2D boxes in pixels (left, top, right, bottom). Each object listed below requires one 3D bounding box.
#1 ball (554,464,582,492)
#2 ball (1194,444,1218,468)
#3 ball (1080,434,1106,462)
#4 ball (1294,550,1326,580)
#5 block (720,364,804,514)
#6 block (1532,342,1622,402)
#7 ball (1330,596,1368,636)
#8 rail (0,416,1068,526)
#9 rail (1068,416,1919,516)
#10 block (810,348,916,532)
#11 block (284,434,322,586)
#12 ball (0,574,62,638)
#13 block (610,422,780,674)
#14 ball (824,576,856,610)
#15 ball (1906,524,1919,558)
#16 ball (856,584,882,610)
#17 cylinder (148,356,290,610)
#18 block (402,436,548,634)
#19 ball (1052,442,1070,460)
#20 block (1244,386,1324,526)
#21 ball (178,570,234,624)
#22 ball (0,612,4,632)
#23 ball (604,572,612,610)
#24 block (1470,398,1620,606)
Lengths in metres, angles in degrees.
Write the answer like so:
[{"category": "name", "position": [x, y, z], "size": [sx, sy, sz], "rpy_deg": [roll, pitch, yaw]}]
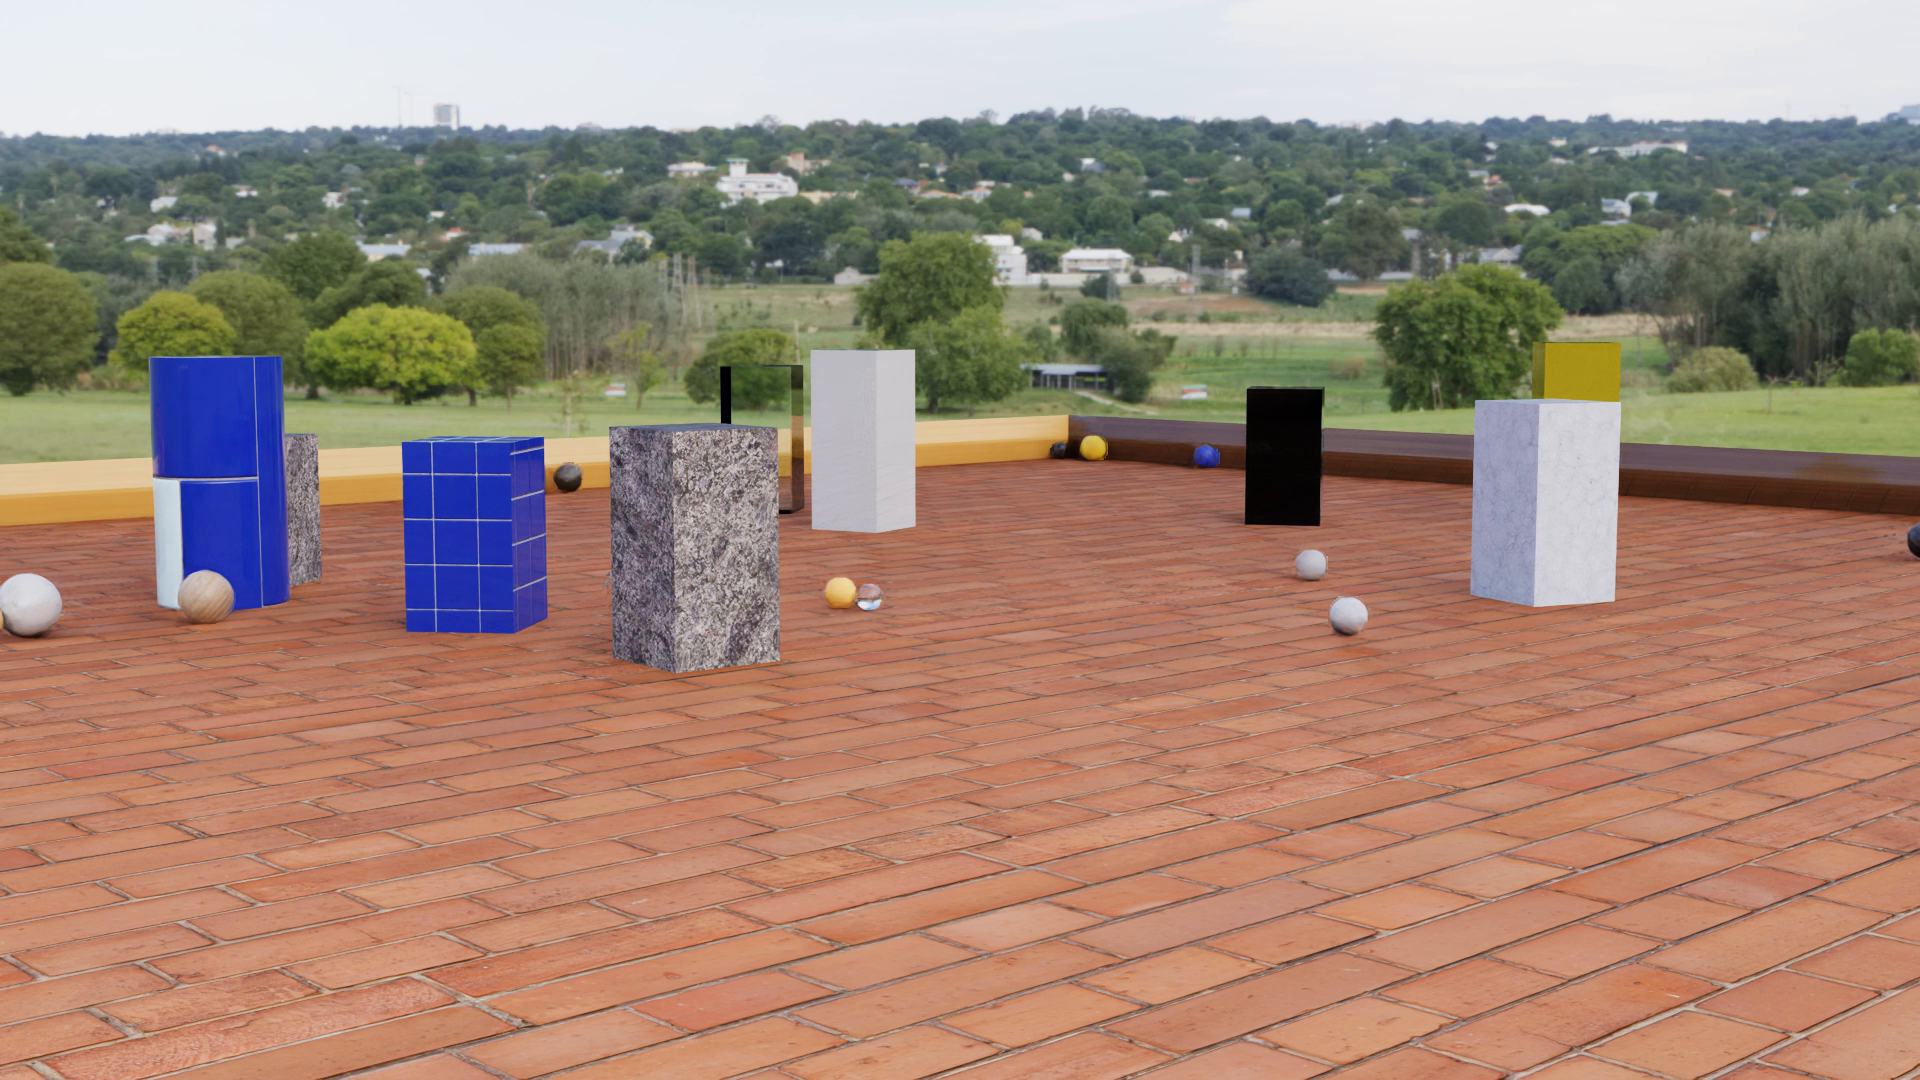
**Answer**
[{"category": "ball", "position": [-0.950, -0.150, 5.334], "size": [0.069, 0.069, 0.069], "rpy_deg": [0, 6, 0]}, {"category": "ball", "position": [0.684, -0.232, 6.129], "size": [0.067, 0.067, 0.067], "rpy_deg": [0, 6, 0]}, {"category": "ball", "position": [0.388, -0.269, 6.433], "size": [0.076, 0.076, 0.076], "rpy_deg": [0, 6, 0]}, {"category": "ball", "position": [0.576, 0.041, 3.610], "size": [0.052, 0.052, 0.052], "rpy_deg": [0, 6, 0]}, {"category": "block", "position": [-0.434, -0.224, 4.841], "size": [0.153, 0.319, 0.153], "rpy_deg": [1, 6, 7]}, {"category": "block", "position": [1.294, -0.229, 4.637], "size": [0.153, 0.373, 0.153], "rpy_deg": [1, 6, 5]}, {"category": "ball", "position": [0.531, 0.104, 3.006], "size": [0.052, 0.052, 0.052], "rpy_deg": [0, 6, 0]}, {"category": "rail", "position": [-1.479, -0.135, 4.926], "size": [4.953, 0.124, 0.045], "rpy_deg": [-6, 8, -42]}, {"category": "rail", "position": [1.803, -0.142, 4.986], "size": [0.045, 0.124, 4.408], "rpy_deg": [-6, 8, -42]}, {"category": "block", "position": [-0.196, -0.205, 4.462], "size": [0.153, 0.361, 0.153], "rpy_deg": [3, 7, 29]}, {"category": "block", "position": [-1.144, -0.049, 3.566], "size": [0.153, 0.240, 0.153], "rpy_deg": [1, 6, 8]}, {"category": "ball", "position": [-1.267, 0.089, 2.987], "size": [0.086, 0.086, 0.086], "rpy_deg": [0, 6, 0]}, {"category": "block", "position": [-0.336, 0.005, 2.784], "size": [0.153, 0.296, 0.153], "rpy_deg": [-5, 8, -39]}, {"category": "ball", "position": [-0.178, 0.079, 3.265], "size": [0.048, 0.048, 0.048], "rpy_deg": [0, 6, 0]}, {"category": "ball", "position": [1.723, 0.001, 3.917], "size": [0.067, 0.067, 0.067], "rpy_deg": [0, 6, 0]}, {"category": "ball", "position": [-0.134, 0.085, 3.247], "size": [0.040, 0.040, 0.040], "rpy_deg": [0, 6, 0]}, {"category": "cylinder", "position": [-1.117, -0.090, 3.322], "size": [0.191, 0.373, 0.191], "rpy_deg": [0, 6, 0]}, {"category": "block", "position": [-0.680, -0.011, 3.092], "size": [0.153, 0.262, 0.153], "rpy_deg": [1, 6, 7]}, {"category": "ball", "position": [0.299, -0.265, 6.520], "size": [0.050, 0.050, 0.050], "rpy_deg": [0, 6, 0]}, {"category": "block", "position": [0.678, -0.177, 4.588], "size": [0.153, 0.280, 0.153], "rpy_deg": [1, 6, 11]}, {"category": "ball", "position": [-1.069, 0.081, 3.116], "size": [0.076, 0.076, 0.076], "rpy_deg": [0, 6, 0]}, {"category": "ball", "position": [-1.305, 0.109, 2.924], "size": [0.060, 0.060, 0.060], "rpy_deg": [0, 6, 0]}, {"category": "ball", "position": [-0.472, 0.073, 3.167], "size": [0.080, 0.080, 0.080], "rpy_deg": [0, 6, 0]}, {"category": "block", "position": [0.898, -0.061, 3.378], "size": [0.153, 0.303, 0.153], "rpy_deg": [-3, 7, -24]}]
